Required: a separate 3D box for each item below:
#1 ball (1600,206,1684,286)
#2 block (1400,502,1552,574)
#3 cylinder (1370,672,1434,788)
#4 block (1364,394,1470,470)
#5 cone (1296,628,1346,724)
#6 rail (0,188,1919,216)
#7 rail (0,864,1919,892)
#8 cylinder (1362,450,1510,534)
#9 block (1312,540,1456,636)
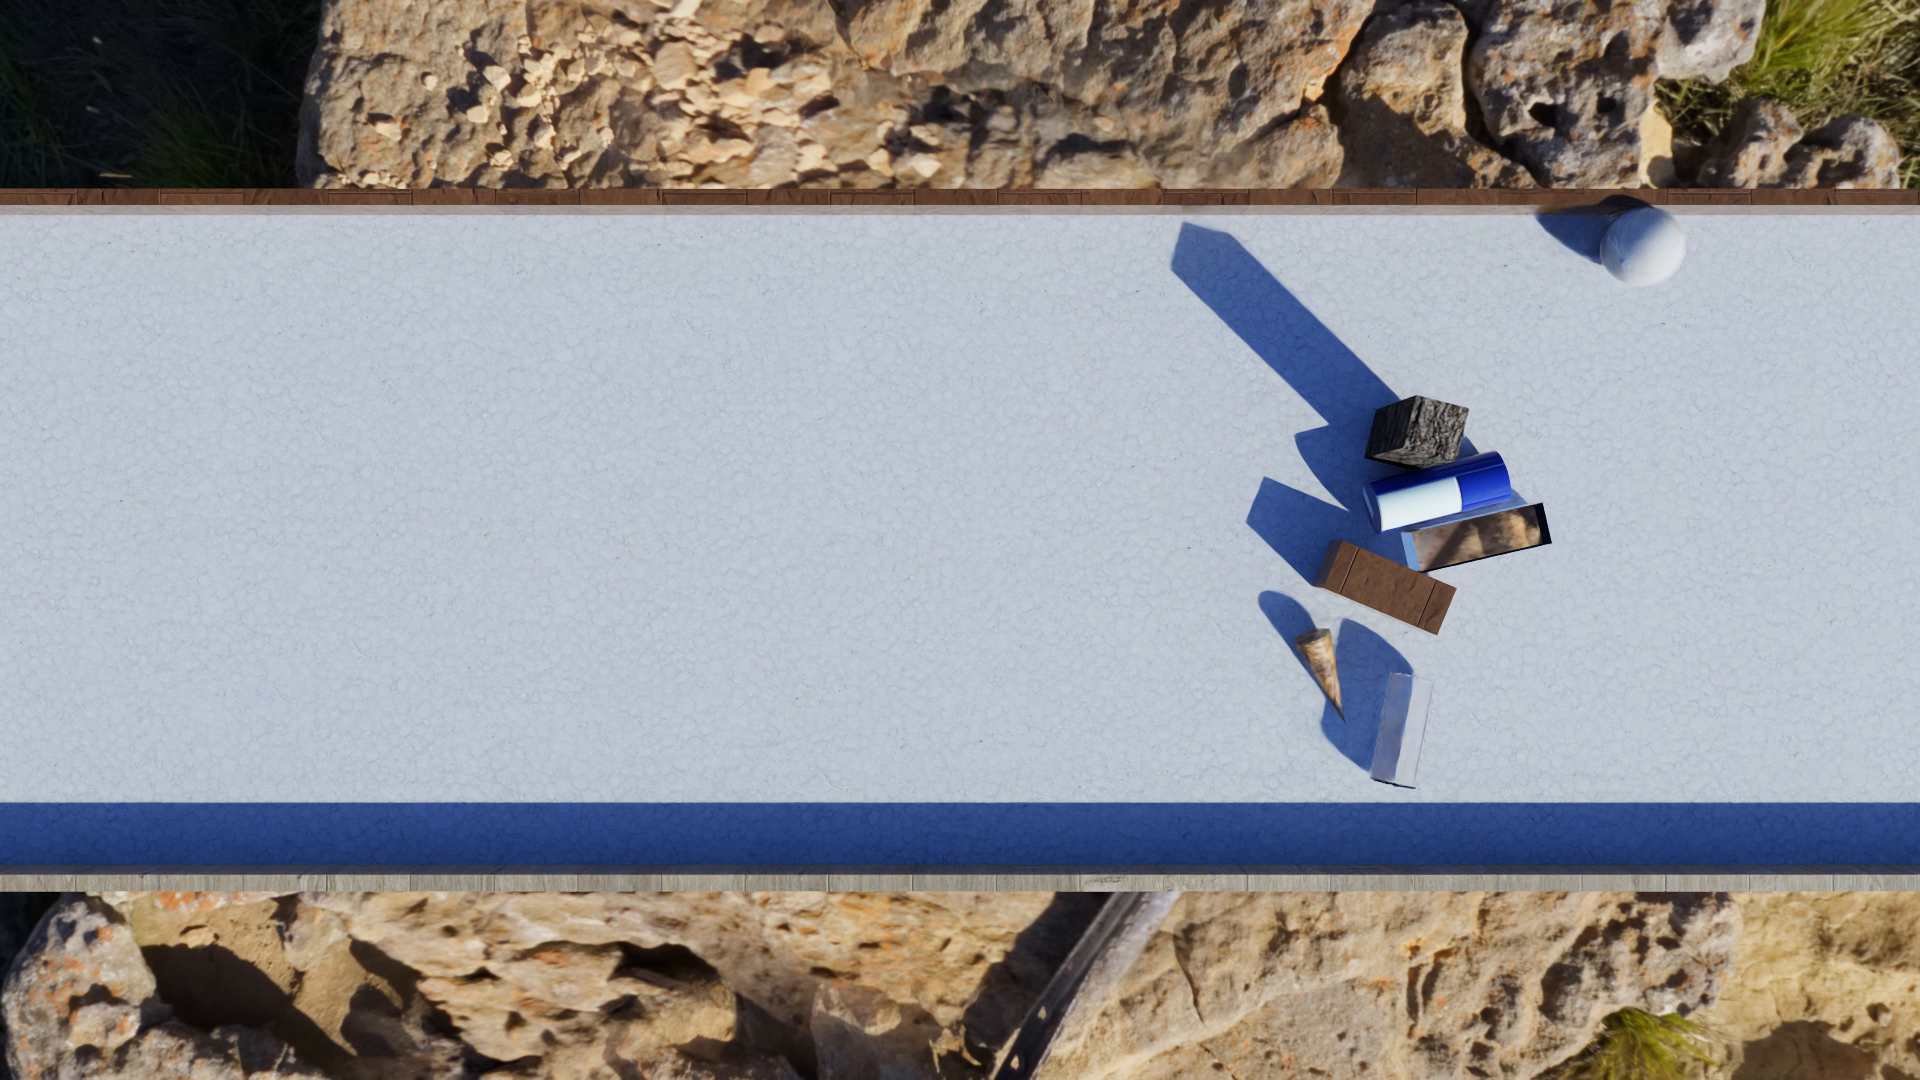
[{"bbox_3d":[2.049,-0.882,4.959,0.236,0.236,0.236,0,90,0],"label":"ball"},{"bbox_3d":[1.567,-0.006,5.013,0.403,0.126,0.126,-13,90,0],"label":"block"},{"bbox_3d":[1.343,0.577,5.010,0.134,0.134,0.330,11,90,0],"label":"cylinder"},{"bbox_3d":[1.337,-0.311,4.854,0.154,0.443,0.154,14,89,0],"label":"block"},{"bbox_3d":[1.131,0.430,5.049,0.111,0.111,0.305,-22,100,0],"label":"cone"},{"bbox_3d":[-2.247,-1.025,5.002,12.000,0.150,0.050,0,90,0],"label":"rail"},{"bbox_3d":[-2.247,1.025,5.001,12.000,0.150,0.050,0,90,0],"label":"rail"},{"bbox_3d":[1.442,-0.145,4.996,0.399,0.162,0.162,-14,90,0],"label":"cylinder"},{"bbox_3d":[1.284,0.143,4.999,0.369,0.154,0.154,23,90,0],"label":"block"}]
